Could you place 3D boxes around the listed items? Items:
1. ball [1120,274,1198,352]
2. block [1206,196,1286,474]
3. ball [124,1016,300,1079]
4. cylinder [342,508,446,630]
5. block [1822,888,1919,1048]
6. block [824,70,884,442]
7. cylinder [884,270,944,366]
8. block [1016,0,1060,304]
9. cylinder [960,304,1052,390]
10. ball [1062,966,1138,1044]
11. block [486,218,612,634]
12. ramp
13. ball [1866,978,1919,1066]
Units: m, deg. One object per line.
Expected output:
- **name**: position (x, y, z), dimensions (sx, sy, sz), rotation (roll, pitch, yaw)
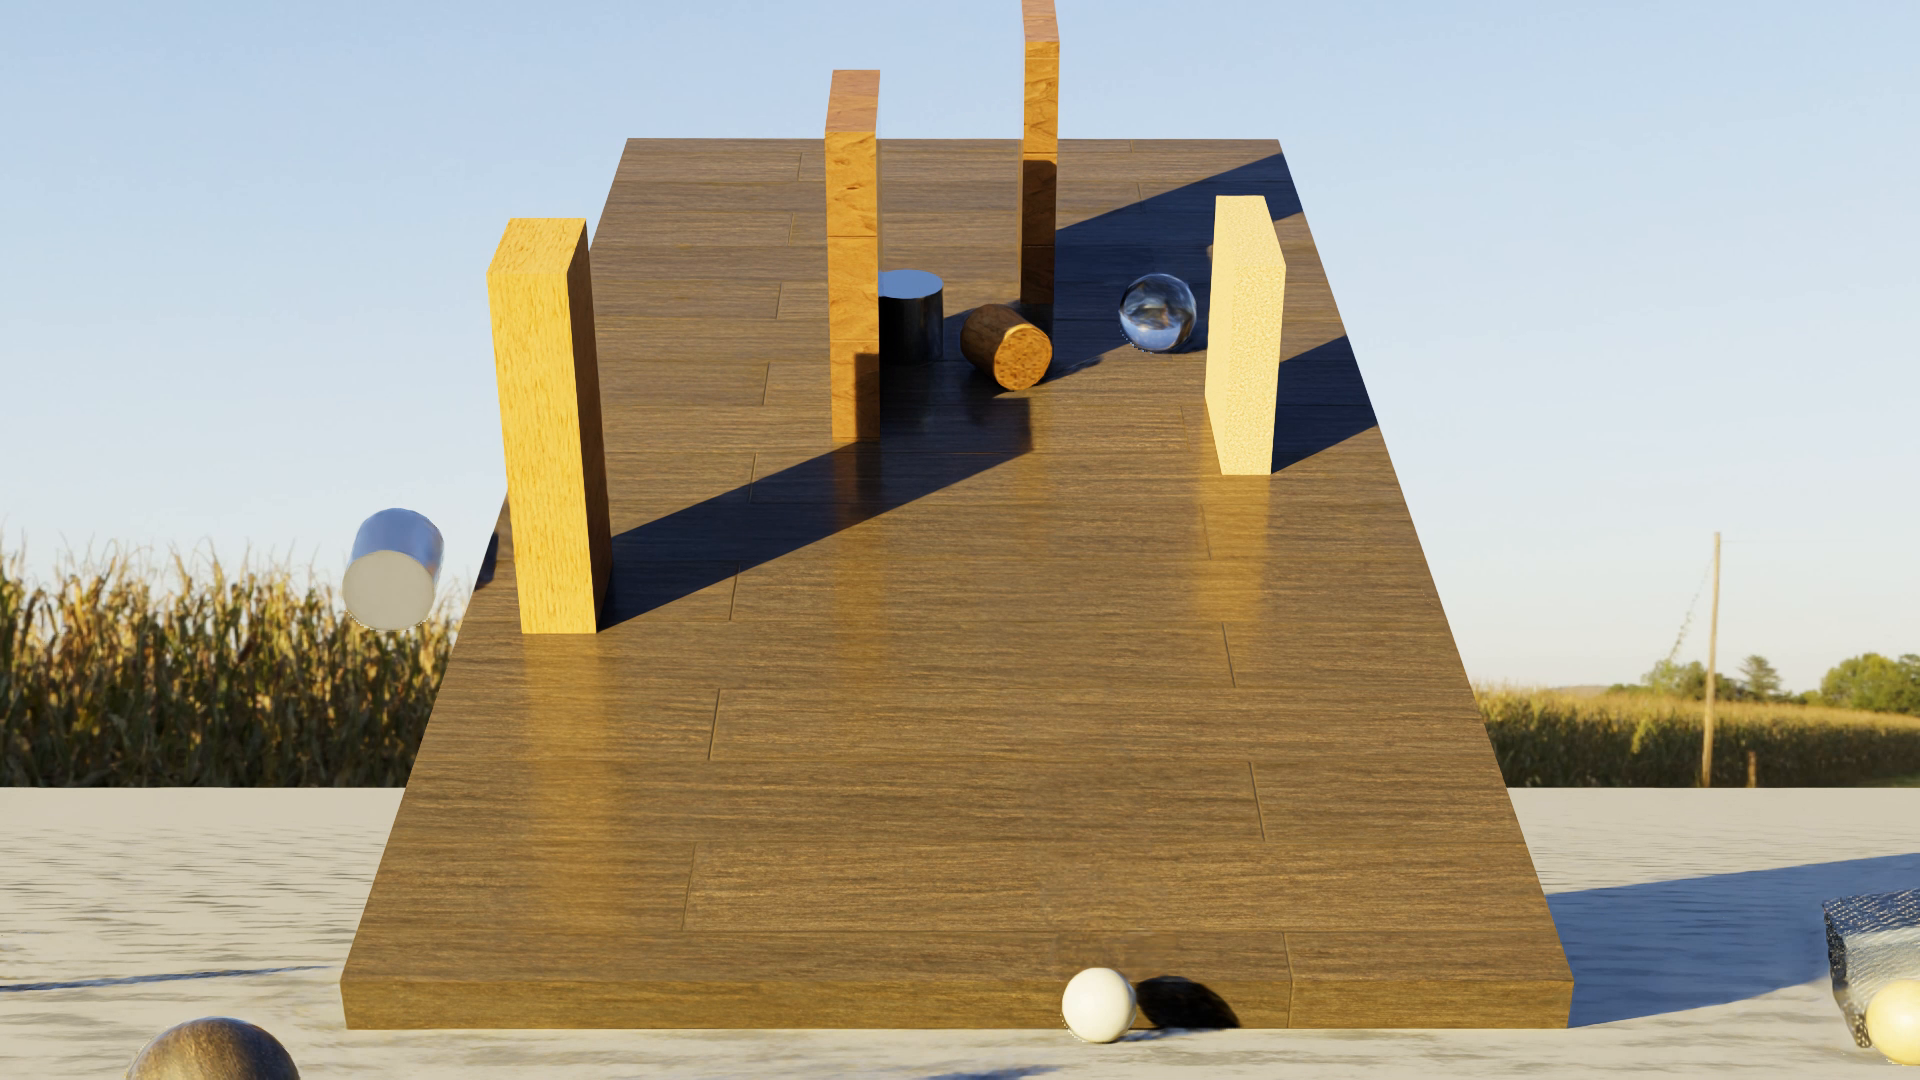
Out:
- **ball**: position (0.494, -0.568, 5.995), dimensions (0.194, 0.194, 0.194), rotation (0, -6, 0)
- **block**: position (0.648, -0.472, 5.501), dimensions (0.109, 0.509, 0.417), rotation (0, 29, 0)
- **ball**: position (-0.736, 0.557, 2.365), dimensions (0.173, 0.173, 0.173), rotation (0, -6, 0)
- **cylinder**: position (-1.171, 0.060, 4.977), dimensions (0.187, 0.187, 0.187), rotation (1, 28, -6)
- **block**: position (1.440, 0.655, 3.693), dimensions (0.168, 0.168, 0.168), rotation (-9, 16, 10)
- **block**: position (-0.240, -0.661, 5.584), dimensions (0.111, 0.753, 0.426), rotation (0, 29, 0)
- **cylinder**: position (-0.133, -0.552, 5.974), dimensions (0.183, 0.183, 0.183), rotation (0, 29, 0)
- **block**: position (0.202, -1.025, 6.290), dimensions (0.086, 0.703, 0.412), rotation (0, 29, 0)
- **cylinder**: position (0.111, -0.471, 5.850), dimensions (0.164, 0.164, 0.164), rotation (4, 23, -34)
- **ball**: position (0.218, 0.723, 3.736), dimensions (0.117, 0.117, 0.117), rotation (0, -6, 0)
- **block**: position (-0.805, -0.221, 4.764), dimensions (0.148, 0.780, 0.279), rotation (0, 29, 0)
- **ramp**: position (-0.012, -0.216, 5.663), dimensions (2.000, 0.100, 4.000), rotation (0, 29, 0)
- **ball**: position (1.363, 0.689, 3.439), dimensions (0.124, 0.124, 0.124), rotation (0, -6, 0)
